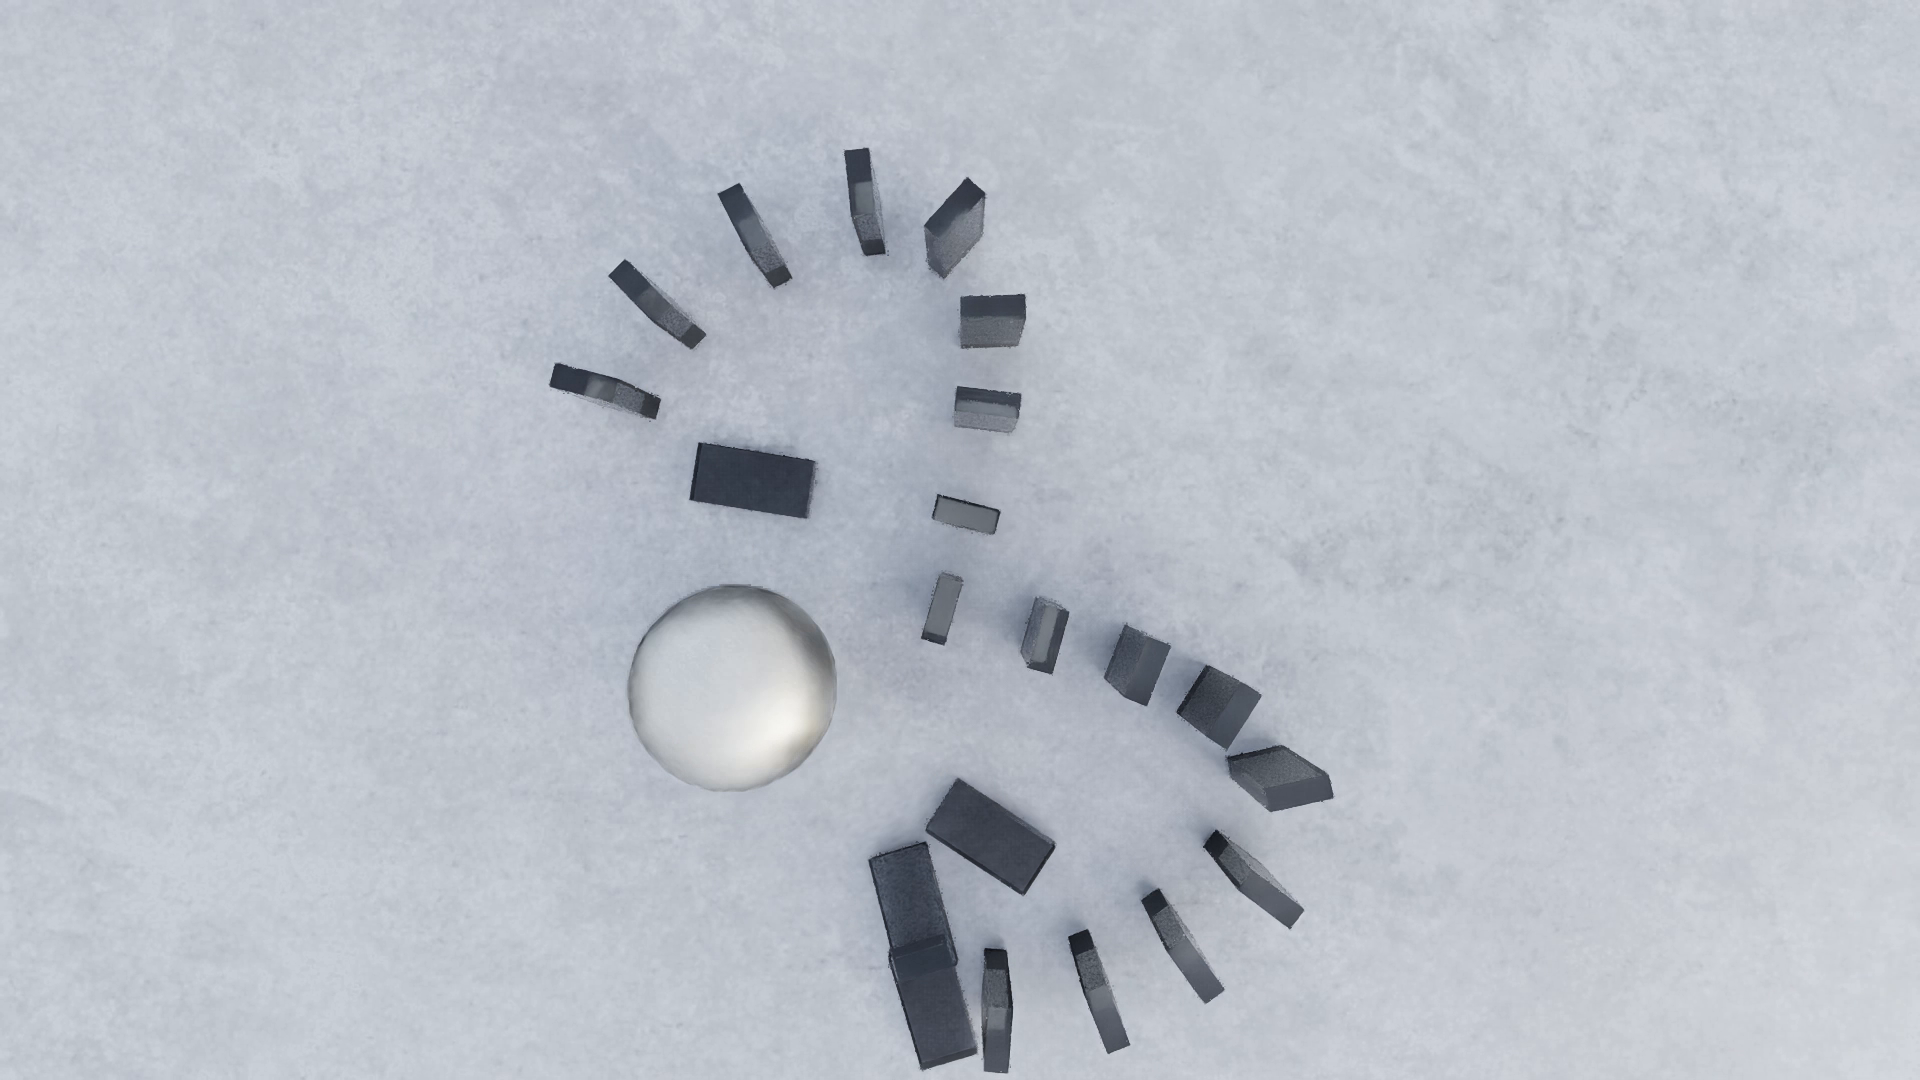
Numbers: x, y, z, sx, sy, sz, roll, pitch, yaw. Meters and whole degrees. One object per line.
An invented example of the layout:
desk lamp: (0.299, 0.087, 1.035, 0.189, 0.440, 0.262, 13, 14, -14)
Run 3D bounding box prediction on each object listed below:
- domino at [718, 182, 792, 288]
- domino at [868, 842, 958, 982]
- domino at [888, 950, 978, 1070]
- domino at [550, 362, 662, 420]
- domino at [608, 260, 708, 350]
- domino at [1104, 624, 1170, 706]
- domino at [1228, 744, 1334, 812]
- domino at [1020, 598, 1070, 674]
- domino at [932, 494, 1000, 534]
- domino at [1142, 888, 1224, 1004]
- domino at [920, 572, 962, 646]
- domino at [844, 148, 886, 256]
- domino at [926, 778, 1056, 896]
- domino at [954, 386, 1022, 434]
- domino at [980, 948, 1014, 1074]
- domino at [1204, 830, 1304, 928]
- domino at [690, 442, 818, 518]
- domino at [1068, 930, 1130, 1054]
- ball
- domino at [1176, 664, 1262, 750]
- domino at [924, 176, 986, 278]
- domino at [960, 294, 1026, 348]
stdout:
domino: (-0.083, -0.123, 0.375, 0.010, 0.050, 0.025, -27, 90, 0)
domino: (-0.020, 0.157, 0.390, 0.025, 0.009, 0.050, -17, 77, 0)
domino: (-0.012, 0.199, 0.395, 0.025, 0.010, 0.050, -17, 90, 0)
domino: (-0.144, -0.060, 0.375, 0.025, 0.050, 0.009, 14, 90, 0)
domino: (-0.122, -0.095, 0.375, 0.009, 0.050, 0.025, -44, 90, 0)
domino: (0.072, 0.050, 0.375, 0.009, 0.050, 0.025, 22, 90, 0)
domino: (0.130, 0.097, 0.375, 0.025, 0.050, 0.010, -13, 90, 0)
domino: (0.034, 0.038, 0.375, 0.009, 0.050, 0.025, 16, 90, 0)
domino: (0.002, -0.010, 0.375, 0.025, 0.050, 0.010, 14, 90, 0)
domino: (0.090, 0.165, 0.375, 0.010, 0.050, 0.025, -36, 90, 0)
domino: (-0.007, 0.027, 0.375, 0.009, 0.050, 0.025, 16, 90, 0)
domino: (-0.038, -0.137, 0.375, 0.010, 0.050, 0.025, -6, 90, 0)
domino: (0.013, 0.128, 0.395, 0.050, 0.009, 0.025, 33, 90, 0)
domino: (0.011, -0.053, 0.375, 0.025, 0.050, 0.010, 7, 90, 0)
domino: (0.015, 0.191, 0.375, 0.009, 0.050, 0.025, 4, 90, 0)
domino: (0.119, 0.137, 0.375, 0.025, 0.050, 0.009, 37, 90, 0)
domino: (-0.089, -0.025, 0.395, 0.050, 0.010, 0.025, 9, 90, 0)
domino: (0.056, 0.183, 0.375, 0.010, 0.050, 0.025, -22, 90, 0)
ball: (-0.088, 0.058, 0.360, 0.080, 0.080, 0.080, 0, 90, 0)
domino: (0.105, 0.067, 0.375, 0.009, 0.050, 0.025, 33, 90, 0)
domino: (-0.002, -0.126, 0.375, 0.010, 0.050, 0.025, 42, 90, 0)
domino: (0.013, -0.089, 0.375, 0.025, 0.050, 0.009, -2, 90, 0)
